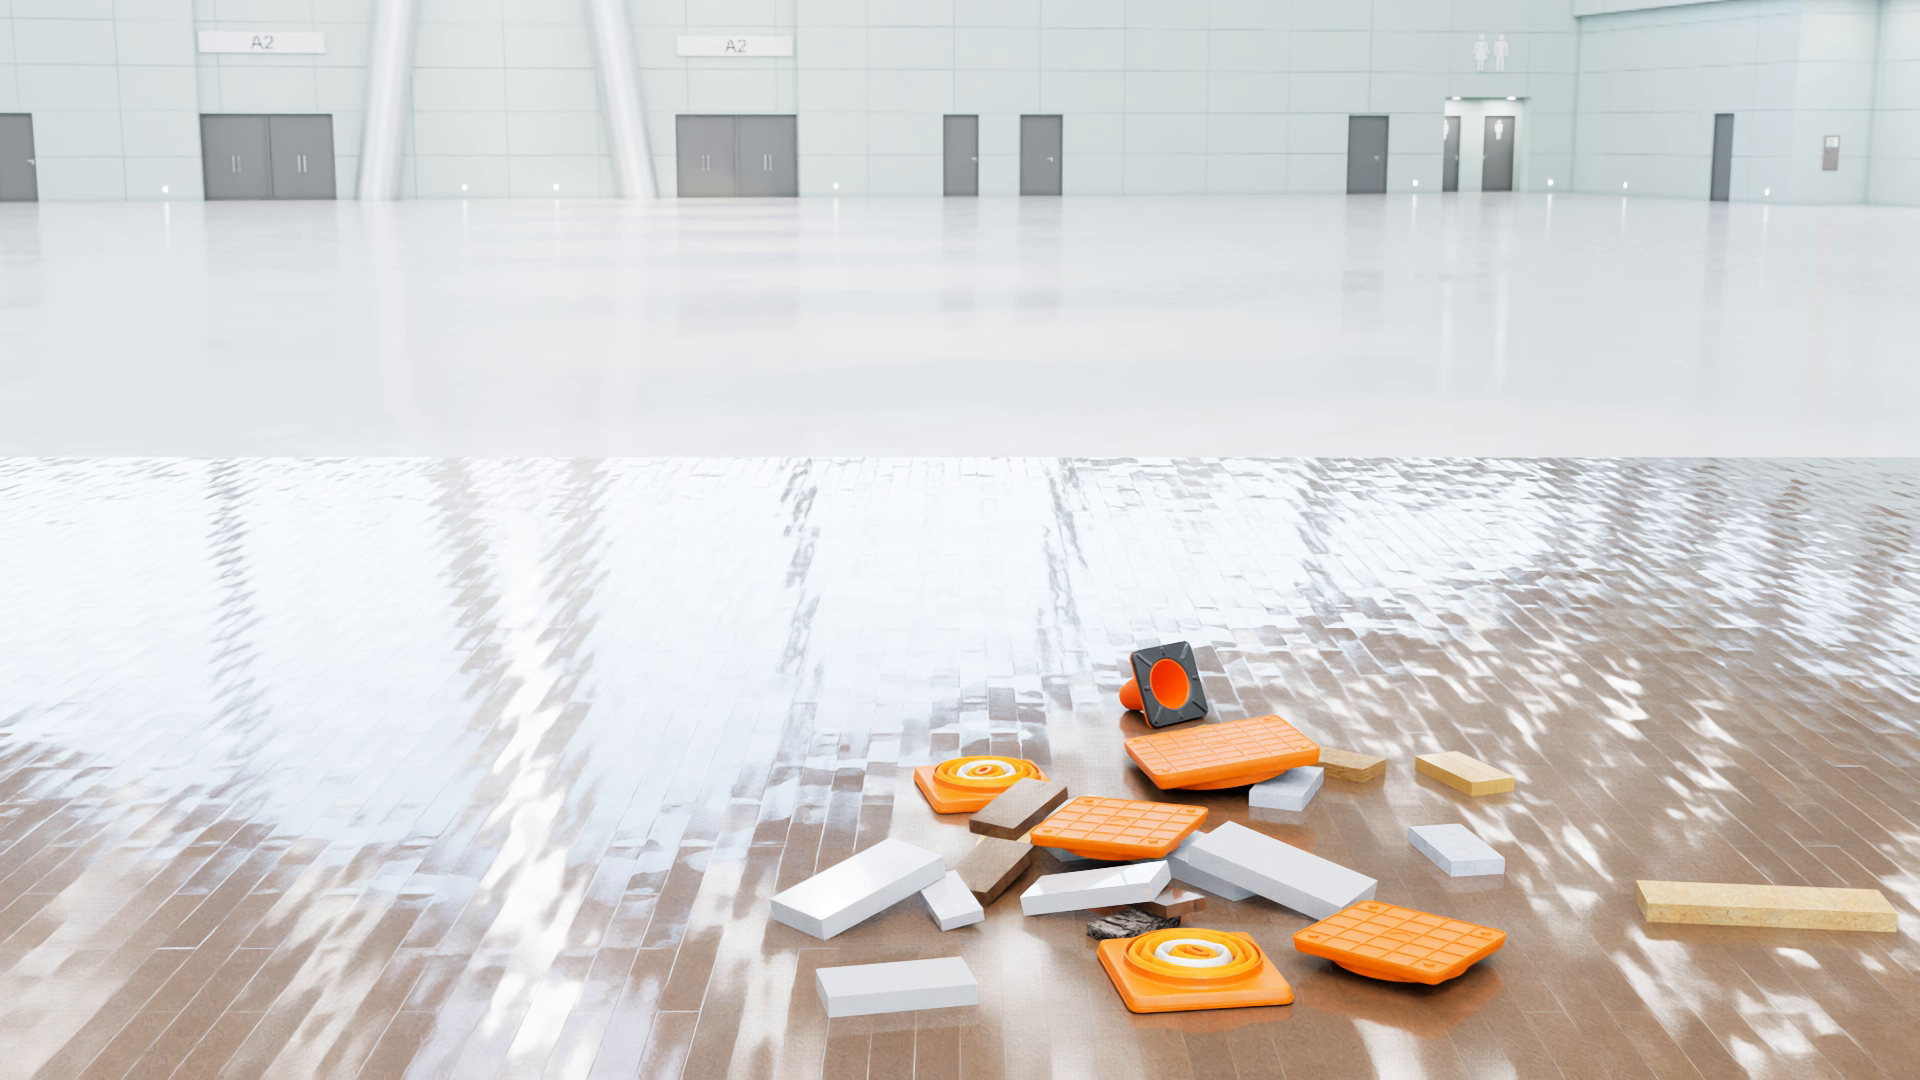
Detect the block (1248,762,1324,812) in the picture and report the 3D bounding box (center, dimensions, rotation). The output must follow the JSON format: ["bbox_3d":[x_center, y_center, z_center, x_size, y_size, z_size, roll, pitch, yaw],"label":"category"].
[{"bbox_3d":[0.628,0.473,4.221,0.101,0.029,0.202,4,11,20],"label":"block"}]

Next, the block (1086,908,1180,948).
[{"bbox_3d":[0.277,0.612,3.496,0.143,0.020,0.072,-10,14,-43],"label":"block"}]

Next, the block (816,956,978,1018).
[{"bbox_3d":[-0.093,0.656,3.230,0.221,0.031,0.111,-2,11,-13],"label":"block"}]

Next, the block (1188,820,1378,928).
[{"bbox_3d":[0.531,0.549,3.629,0.280,0.037,0.131,20,23,32],"label":"block"}]

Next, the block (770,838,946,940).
[{"bbox_3d":[-0.164,0.565,3.578,0.262,0.037,0.131,-22,22,-39],"label":"block"}]

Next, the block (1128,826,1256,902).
[{"bbox_3d":[0.425,0.552,3.770,0.131,0.037,0.262,-8,13,-37],"label":"block"}]

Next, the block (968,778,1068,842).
[{"bbox_3d":[0.105,0.479,3.915,0.093,0.026,0.185,8,22,32],"label":"block"}]

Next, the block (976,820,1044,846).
[{"bbox_3d":[0.087,0.521,3.877,0.093,0.026,0.185,0,19,12],"label":"block"}]

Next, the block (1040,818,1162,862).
[{"bbox_3d":[0.255,0.532,3.906,0.202,0.029,0.101,-4,11,-19],"label":"block"}]

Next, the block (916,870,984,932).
[{"bbox_3d":[-0.018,0.584,3.565,0.072,0.020,0.143,-13,21,-15],"label":"block"}]

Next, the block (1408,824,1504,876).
[{"bbox_3d":[0.868,0.542,3.852,0.097,0.027,0.193,-2,11,-10],"label":"block"}]

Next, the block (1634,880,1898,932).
[{"bbox_3d":[1.303,0.593,3.567,0.385,0.031,0.111,1,11,7],"label":"block"}]

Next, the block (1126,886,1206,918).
[{"bbox_3d":[0.327,0.578,3.520,0.072,0.020,0.143,-8,3,-24],"label":"block"}]

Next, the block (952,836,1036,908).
[{"bbox_3d":[0.045,0.557,3.699,0.093,0.026,0.185,6,21,27],"label":"block"}]

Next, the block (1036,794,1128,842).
[{"bbox_3d":[0.197,0.509,4.025,0.202,0.029,0.101,-8,13,-37],"label":"block"}]

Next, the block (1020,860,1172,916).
[{"bbox_3d":[0.221,0.566,3.573,0.221,0.031,0.111,-11,6,22],"label":"block"}]

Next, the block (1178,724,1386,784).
[{"bbox_3d":[0.648,0.430,4.454,0.424,0.027,0.097,8,13,38],"label":"block"}]

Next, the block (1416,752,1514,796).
[{"bbox_3d":[0.988,0.457,4.310,0.097,0.027,0.193,-4,11,-21],"label":"block"}]
